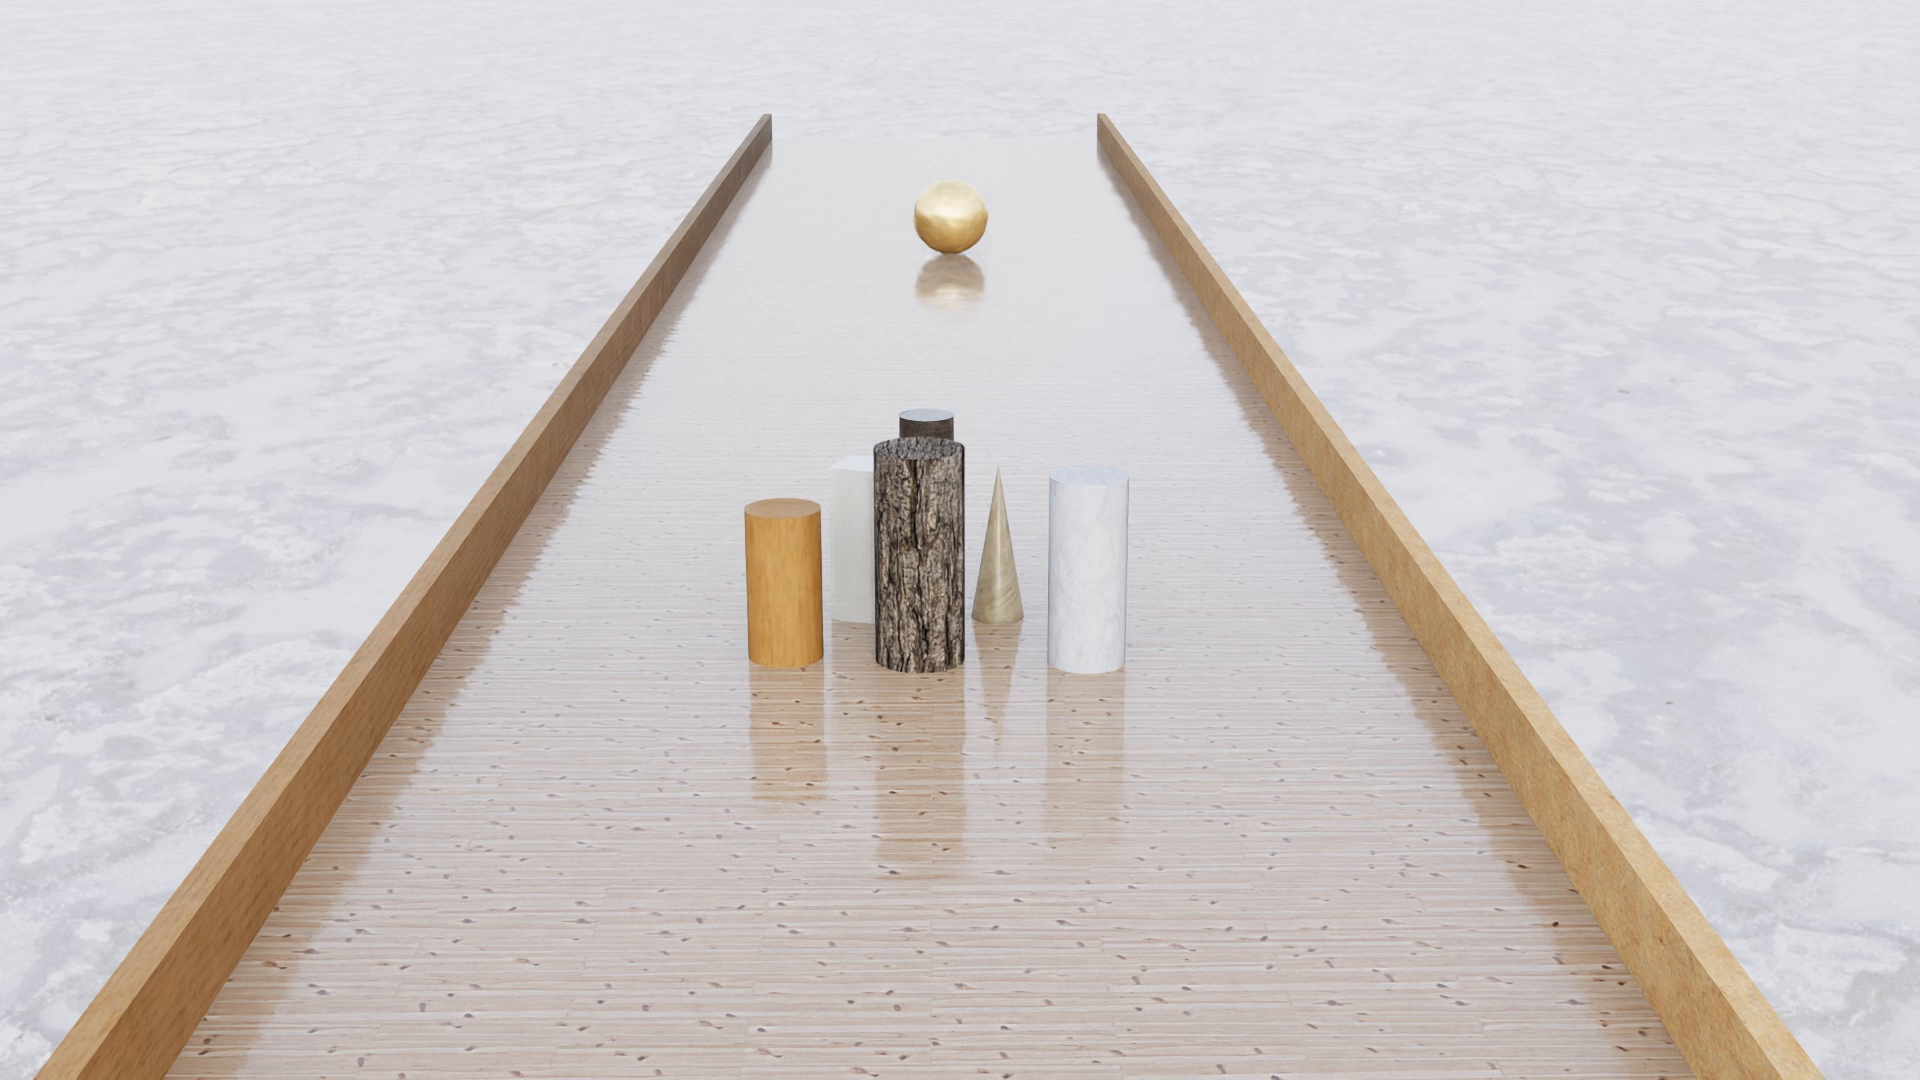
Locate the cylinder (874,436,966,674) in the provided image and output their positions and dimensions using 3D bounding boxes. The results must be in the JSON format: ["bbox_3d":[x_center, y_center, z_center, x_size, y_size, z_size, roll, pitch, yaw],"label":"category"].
[{"bbox_3d":[-0.080,0.029,4.365,0.180,0.436,0.180,0,17,0],"label":"cylinder"}]

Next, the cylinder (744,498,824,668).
[{"bbox_3d":[-0.351,0.085,4.401,0.152,0.309,0.152,0,17,0],"label":"cylinder"}]

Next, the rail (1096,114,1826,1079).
[{"bbox_3d":[0.932,-0.844,7.801,0.050,0.150,12.000,0,17,-1],"label":"rail"}]

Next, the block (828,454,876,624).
[{"bbox_3d":[-0.199,-0.001,4.649,0.117,0.332,0.117,5,17,17],"label":"block"}]

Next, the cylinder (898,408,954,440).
[{"bbox_3d":[-0.074,-0.095,4.887,0.122,0.376,0.122,0,17,0],"label":"cylinder"}]

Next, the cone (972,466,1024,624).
[{"bbox_3d":[0.080,0.001,4.635,0.113,0.336,0.113,0,17,0],"label":"cone"}]

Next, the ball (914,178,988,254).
[{"bbox_3d":[-0.039,-1.362,9.253,0.316,0.316,0.316,0,17,0],"label":"ball"}]

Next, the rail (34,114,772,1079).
[{"bbox_3d":[-1.118,-0.838,7.780,0.050,0.150,12.000,0,17,-1],"label":"rail"}]

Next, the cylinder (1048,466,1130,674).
[{"bbox_3d":[0.253,0.057,4.359,0.156,0.384,0.156,0,17,0],"label":"cylinder"}]
